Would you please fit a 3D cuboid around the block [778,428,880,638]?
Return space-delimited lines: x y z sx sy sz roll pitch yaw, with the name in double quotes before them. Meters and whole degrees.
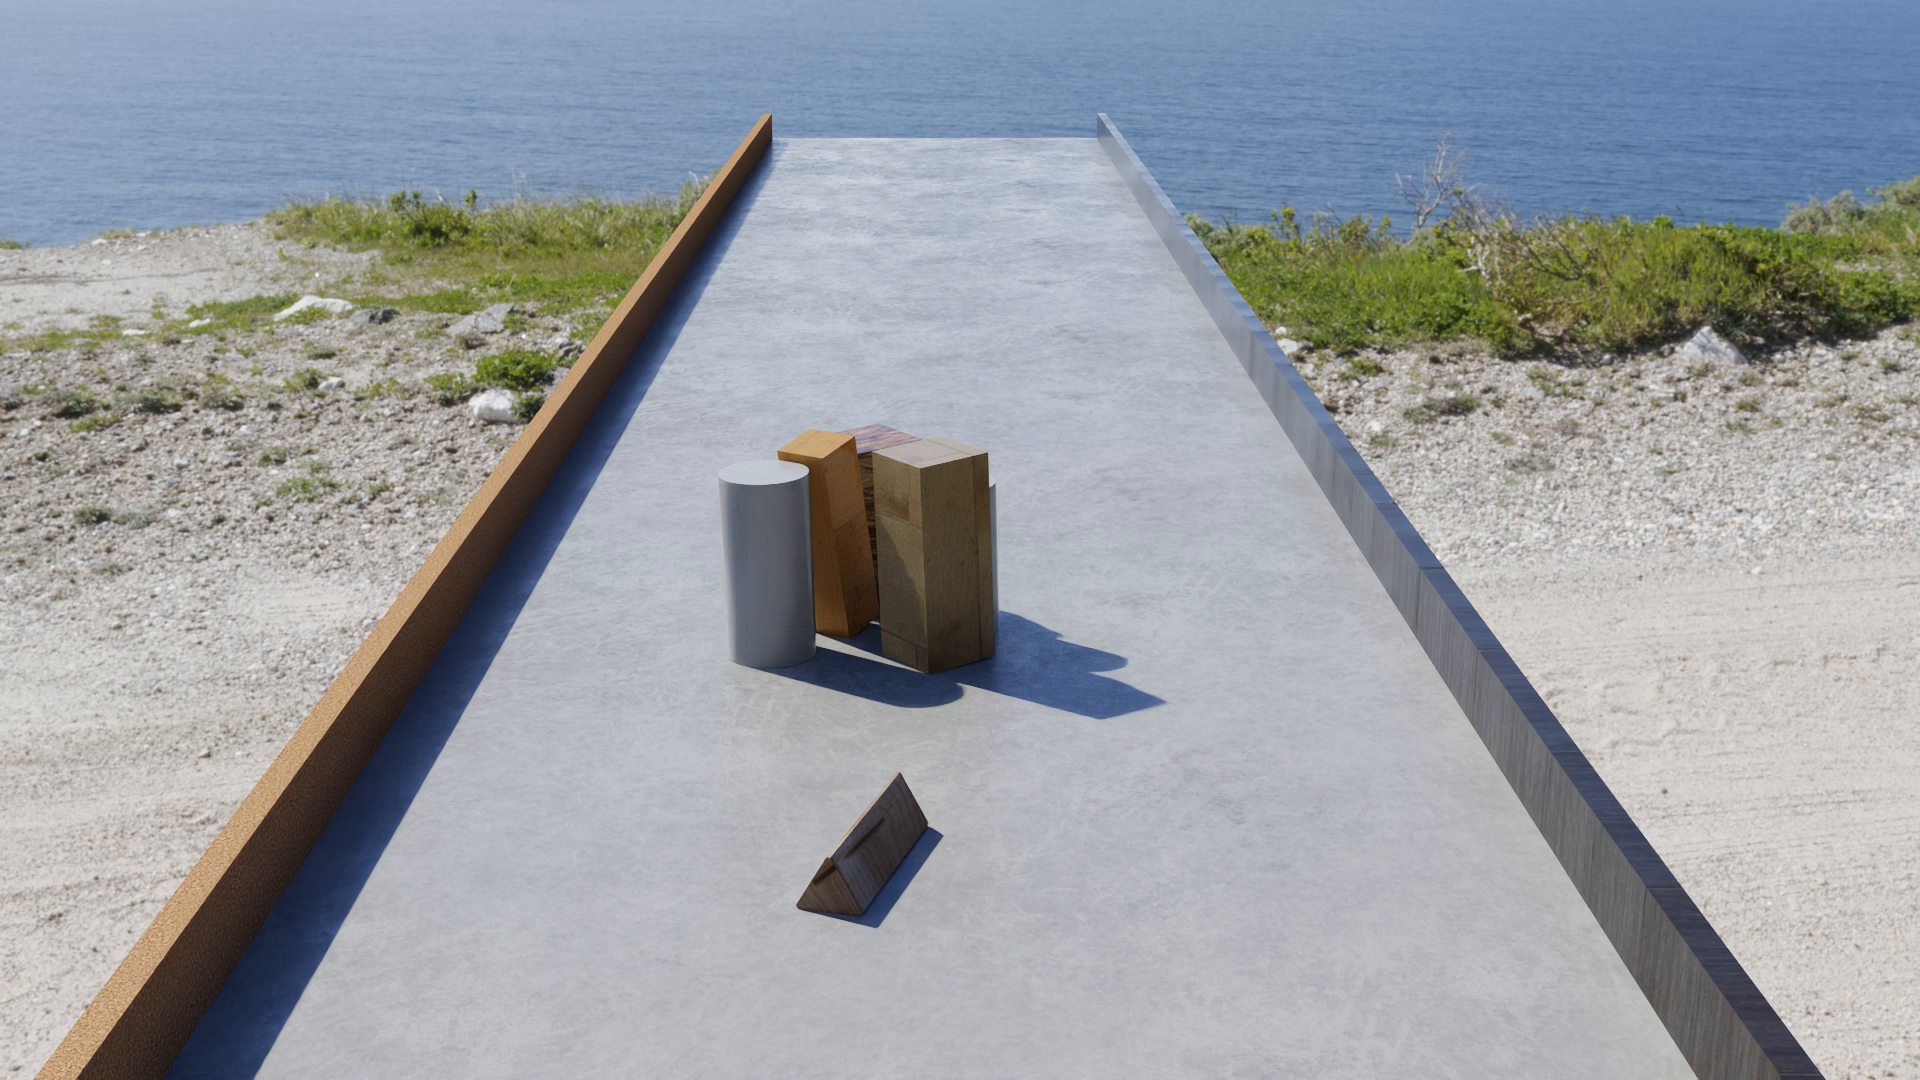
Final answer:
"block" -0.268 -0.012 4.519 0.113 0.411 0.113 10 31 31

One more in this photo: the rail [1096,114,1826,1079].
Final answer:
"rail" 0.932 -0.844 7.801 0.050 0.150 12.000 0 17 -1

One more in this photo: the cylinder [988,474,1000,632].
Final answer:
"cylinder" 0.017 0.031 4.543 0.123 0.322 0.123 -1 21 1

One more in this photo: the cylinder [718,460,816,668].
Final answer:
"cylinder" -0.384 0.047 4.395 0.180 0.380 0.180 -1 18 0

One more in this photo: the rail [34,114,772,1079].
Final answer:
"rail" -1.118 -0.838 7.780 0.050 0.150 12.000 0 17 -1

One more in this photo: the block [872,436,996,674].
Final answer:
"block" -0.051 0.029 4.375 0.164 0.424 0.164 -15 22 -34

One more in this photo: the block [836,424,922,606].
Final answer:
"block" -0.193 -0.043 4.726 0.177 0.361 0.177 -13 21 -31

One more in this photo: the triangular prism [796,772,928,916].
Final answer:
"triangular prism" -0.150 0.472 3.475 0.103 0.090 0.349 5 17 15
